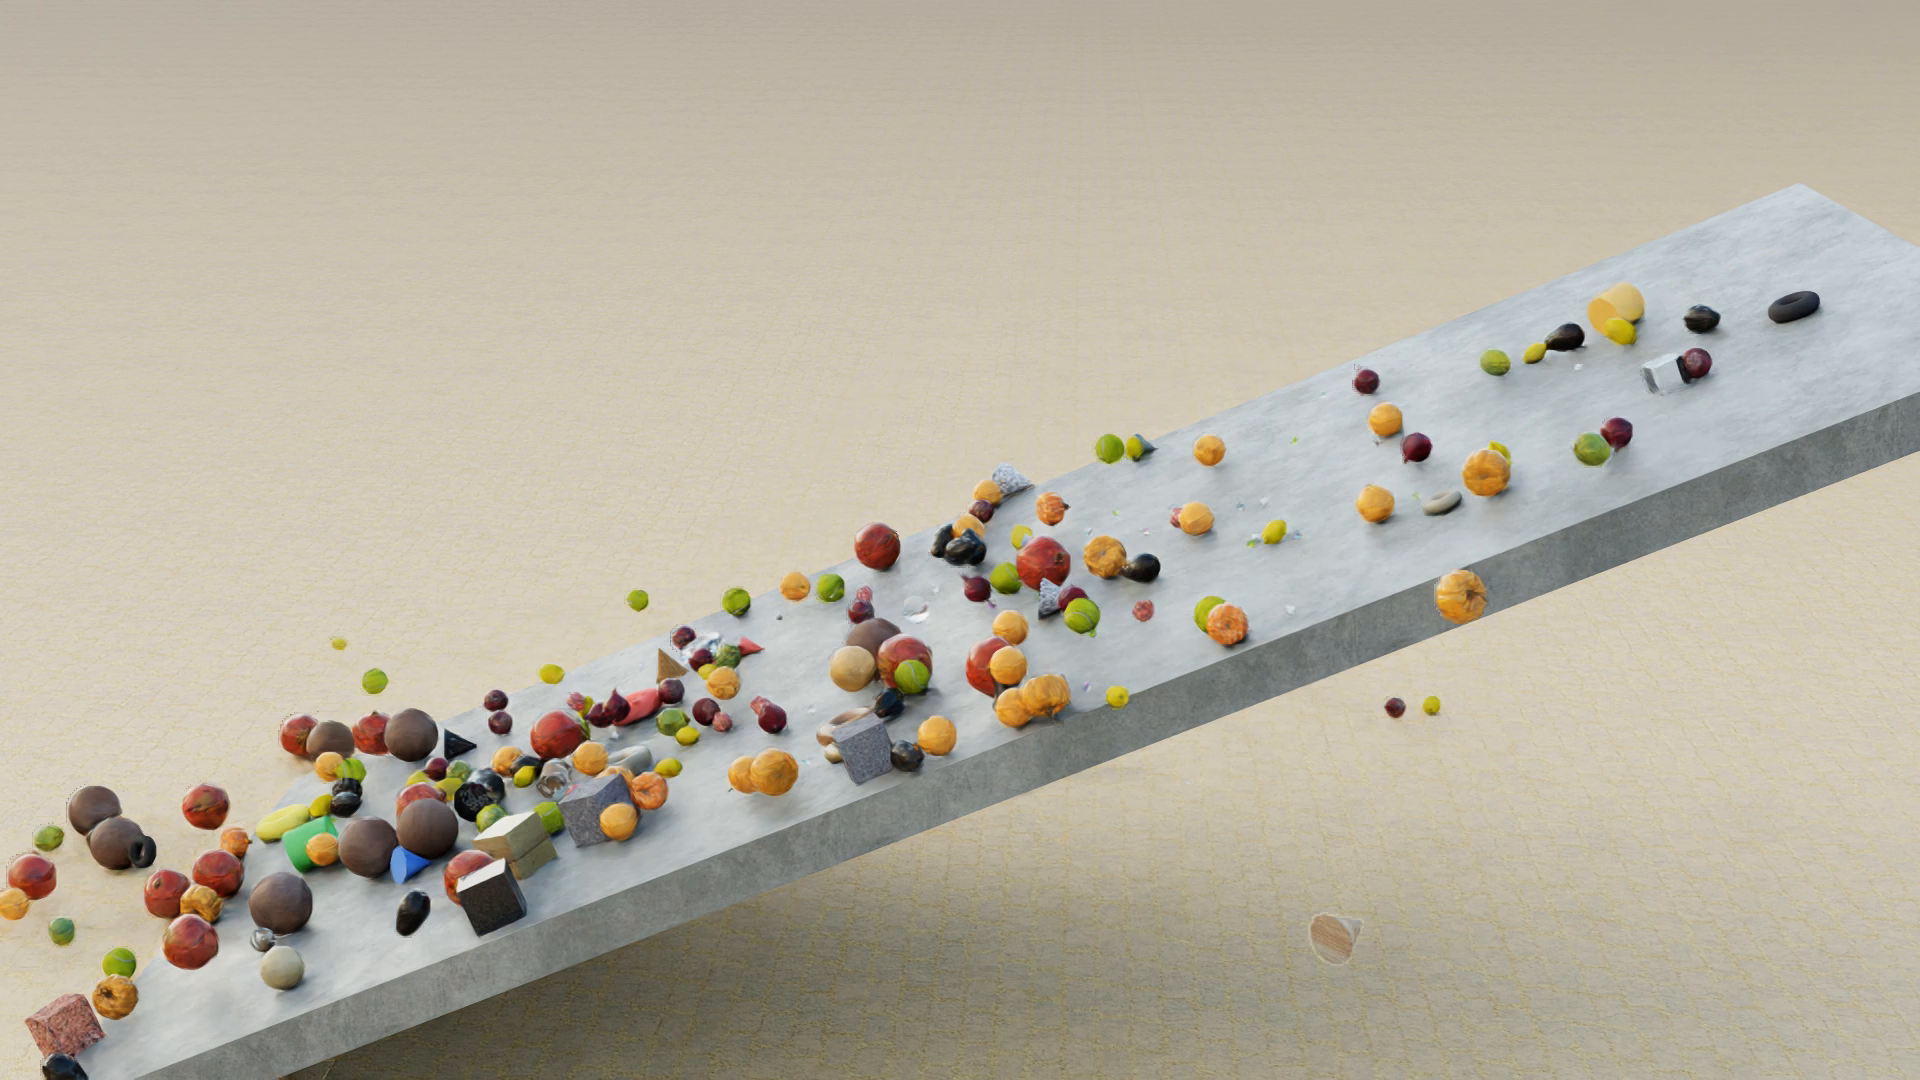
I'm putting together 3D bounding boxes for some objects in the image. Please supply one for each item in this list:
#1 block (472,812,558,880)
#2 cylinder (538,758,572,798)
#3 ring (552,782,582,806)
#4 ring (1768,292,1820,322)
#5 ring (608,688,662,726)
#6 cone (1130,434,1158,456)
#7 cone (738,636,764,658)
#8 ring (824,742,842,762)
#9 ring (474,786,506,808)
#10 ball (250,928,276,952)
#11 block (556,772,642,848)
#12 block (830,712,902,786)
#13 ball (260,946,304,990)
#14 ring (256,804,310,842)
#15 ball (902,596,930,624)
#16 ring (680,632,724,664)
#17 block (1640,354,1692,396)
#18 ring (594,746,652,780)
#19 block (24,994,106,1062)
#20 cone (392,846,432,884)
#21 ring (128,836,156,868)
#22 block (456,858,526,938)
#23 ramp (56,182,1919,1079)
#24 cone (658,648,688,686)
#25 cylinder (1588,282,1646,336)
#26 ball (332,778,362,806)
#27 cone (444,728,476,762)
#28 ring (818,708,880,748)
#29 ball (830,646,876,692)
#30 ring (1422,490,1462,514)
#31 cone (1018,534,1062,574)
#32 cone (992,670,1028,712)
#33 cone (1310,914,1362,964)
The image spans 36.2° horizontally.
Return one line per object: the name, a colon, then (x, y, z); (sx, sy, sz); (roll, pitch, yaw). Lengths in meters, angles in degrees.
block: (-0.879, 0.608, 5.805); (0.099, 0.099, 0.099); (-13, 16, 38)
cylinder: (-0.862, 0.508, 6.252); (0.062, 0.062, 0.062); (1, 30, 4)
ring: (-0.823, 0.535, 6.181); (0.079, 0.026, 0.079); (-25, 11, 5)
ring: (1.666, -0.466, 5.874); (0.104, 0.035, 0.104); (-22, 14, 6)
ring: (-0.734, 0.377, 6.647); (0.135, 0.045, 0.135); (-23, 11, 5)
cone: (0.448, -0.224, 7.085); (0.059, 0.059, 0.059); (11, 17, 20)
cone: (-0.478, 0.248, 6.776); (0.052, 0.052, 0.052); (7, 15, 9)
ring: (-0.219, 0.399, 5.650); (0.089, 0.030, 0.089); (-23, 13, 6)
ring: (-1.030, 0.564, 6.440); (0.076, 0.025, 0.076); (-23, 13, 6)
ball: (-1.427, 0.819, 6.020); (0.050, 0.050, 0.050); (0, 14, 0)
block: (-0.712, 0.534, 5.808); (0.100, 0.100, 0.100); (-16, 14, 32)
block: (-0.176, 0.389, 5.468); (0.091, 0.091, 0.091); (-25, 12, -7)
ball: (-1.312, 0.828, 5.693); (0.085, 0.085, 0.085); (0, 14, 0)
ring: (-1.607, 0.672, 6.988); (0.137, 0.046, 0.137); (-21, 13, 5)
ball: (-0.097, 0.151, 6.408); (0.060, 0.060, 0.060); (0, 14, 0)
ring: (-0.609, 0.256, 6.950); (0.114, 0.038, 0.114); (-23, 13, 6)
block: (1.375, -0.321, 5.727); (0.061, 0.061, 0.061); (-25, 12, -9)
ring: (-0.709, 0.476, 6.185); (0.132, 0.044, 0.132); (-24, 12, 5)
block: (-1.798, 0.980, 5.907); (0.096, 0.096, 0.096); (-10, 18, 48)
cone: (-1.133, 0.675, 6.128); (0.078, 0.078, 0.078); (-1, 12, -34)
ring: (-1.935, 0.739, 6.964); (0.080, 0.080, 0.027); (9, 0, 31)
block: (-0.882, 0.673, 5.538); (0.096, 0.096, 0.096); (-24, 12, -3)
ramp: (0.127, 0.172, 6.288); (4.000, 0.100, 2.000); (-22, 12, 8)
cone: (-0.687, 0.286, 6.867); (0.079, 0.079, 0.079); (-22, 12, 5)
cylinder: (1.415, -0.497, 6.338); (0.087, 0.087, 0.087); (-31, 30, -32)
ball: (-1.451, 0.596, 6.963); (0.070, 0.070, 0.070); (0, 14, 0)
cone: (-1.189, 0.490, 7.014); (0.081, 0.081, 0.081); (2, 14, -10)
ring: (-0.218, 0.367, 5.751); (0.131, 0.044, 0.131); (-22, 11, 4)
ball: (-0.211, 0.252, 5.763); (0.091, 0.091, 0.091); (0, 14, 0)
ring: (0.916, -0.072, 5.590); (0.079, 0.026, 0.079); (-23, 11, 5)
cone: (0.182, 0.037, 6.429); (0.089, 0.089, 0.089); (9, 16, 16)
cone: (0.081, 0.274, 5.535); (0.072, 0.072, 0.072); (-22, 12, 5)
cone: (0.690, 0.696, 5.241); (0.092, 0.092, 0.092); (-20, 24, -41)
